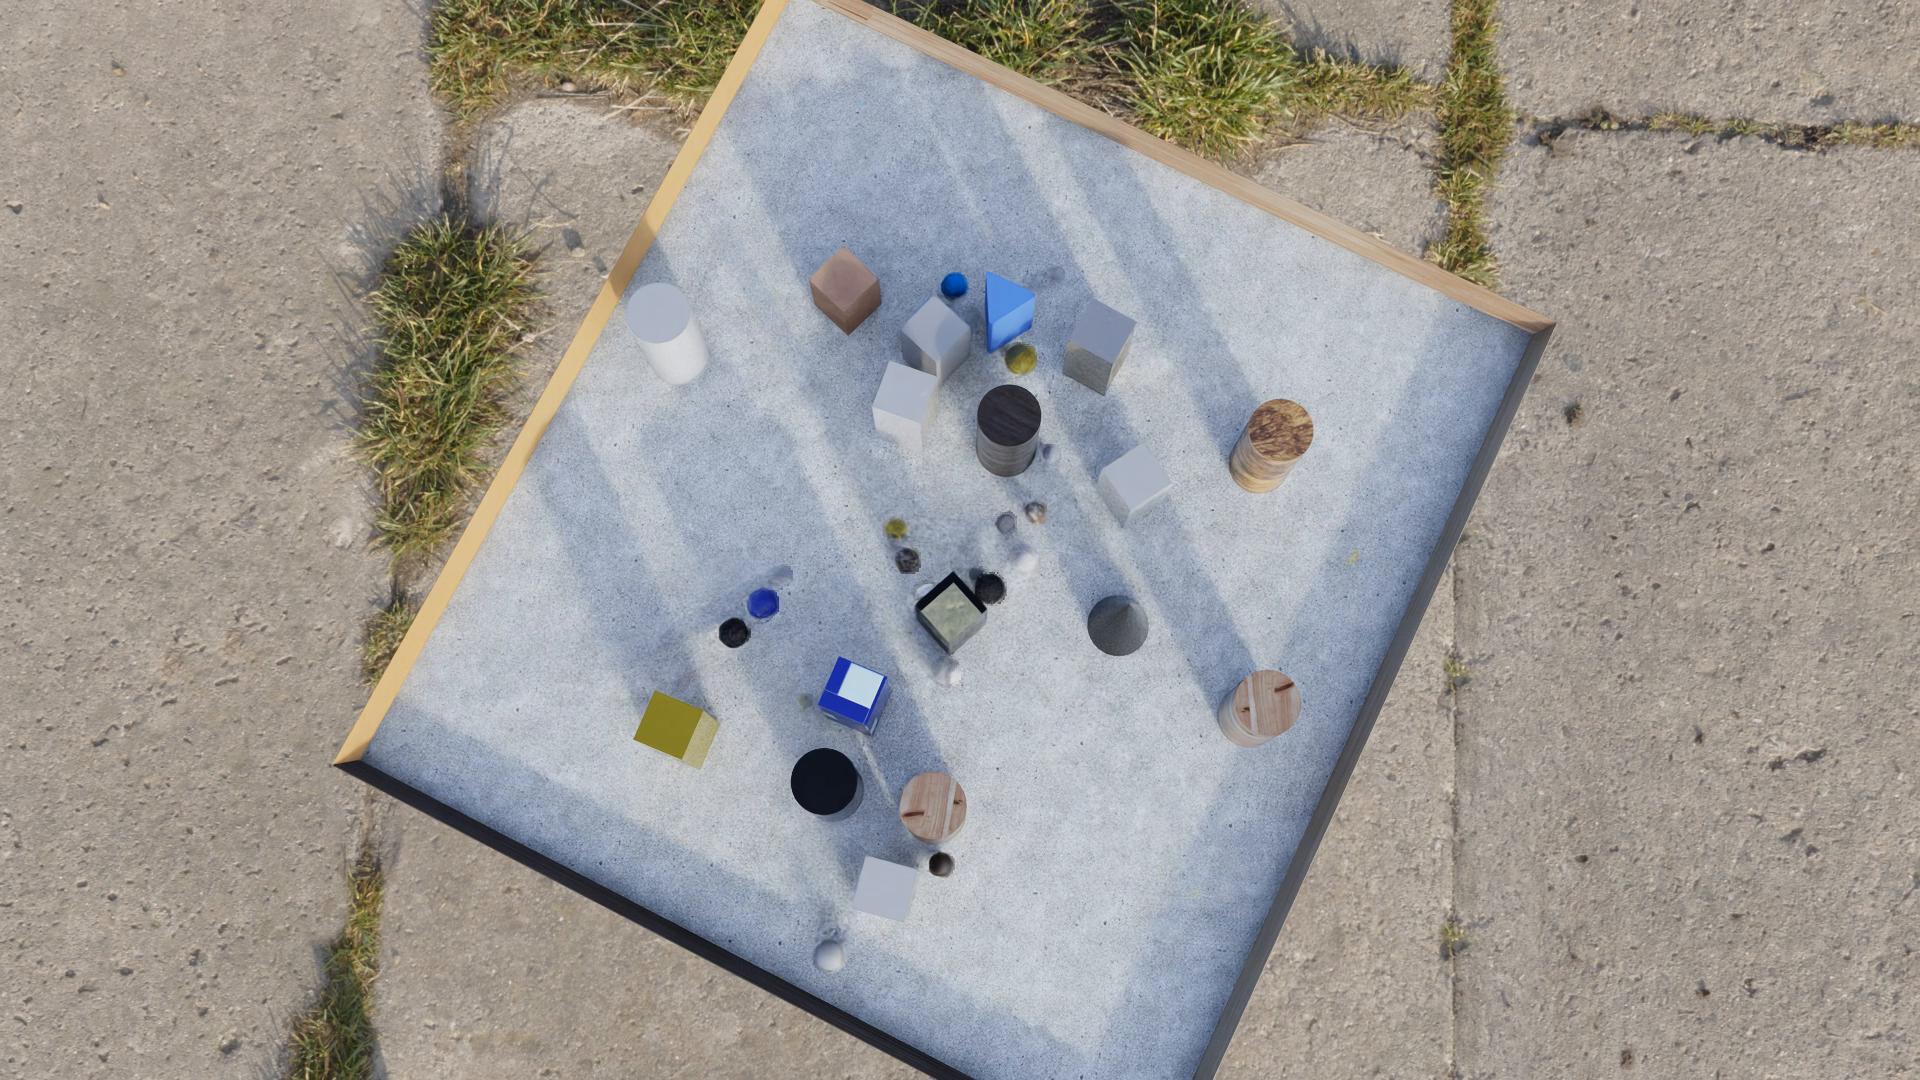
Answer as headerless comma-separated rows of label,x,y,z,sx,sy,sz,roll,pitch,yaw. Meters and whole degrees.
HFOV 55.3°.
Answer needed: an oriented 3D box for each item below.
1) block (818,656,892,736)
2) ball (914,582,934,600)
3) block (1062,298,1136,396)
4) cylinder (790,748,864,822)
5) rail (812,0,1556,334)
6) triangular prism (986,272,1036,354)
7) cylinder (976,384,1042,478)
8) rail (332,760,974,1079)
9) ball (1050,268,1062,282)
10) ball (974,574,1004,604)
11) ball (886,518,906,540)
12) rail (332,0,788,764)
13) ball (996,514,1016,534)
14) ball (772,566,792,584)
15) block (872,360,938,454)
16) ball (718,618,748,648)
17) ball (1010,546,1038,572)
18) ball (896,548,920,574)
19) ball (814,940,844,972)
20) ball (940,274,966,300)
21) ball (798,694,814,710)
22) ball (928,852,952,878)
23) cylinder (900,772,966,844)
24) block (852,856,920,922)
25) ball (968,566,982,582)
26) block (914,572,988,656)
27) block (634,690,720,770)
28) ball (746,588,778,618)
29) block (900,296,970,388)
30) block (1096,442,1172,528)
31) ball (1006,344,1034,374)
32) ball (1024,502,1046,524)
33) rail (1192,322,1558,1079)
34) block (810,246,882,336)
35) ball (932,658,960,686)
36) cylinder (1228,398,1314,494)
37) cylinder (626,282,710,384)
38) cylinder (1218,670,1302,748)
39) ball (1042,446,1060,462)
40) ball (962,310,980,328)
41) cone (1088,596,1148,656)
block,-0.303,0.460,5.343,0.149,0.350,0.149,22,79,4
ball,-0.105,0.163,5.549,0.067,0.067,0.067,0,78,0
block,0.421,-0.581,5.563,0.149,0.339,0.149,29,80,6
cylinder,-0.379,0.710,5.285,0.187,0.362,0.187,0,78,0
rail,0.628,-1.224,5.807,2.681,0.121,0.045,26,80,5
triangular prism,0.120,-0.715,5.614,0.162,0.294,0.140,-33,80,-6
cylinder,0.143,-0.323,5.492,0.187,0.374,0.187,0,78,0
rail,-0.628,1.237,5.298,2.681,0.121,0.045,26,80,5
ball,0.302,-0.834,5.768,0.042,0.042,0.042,0,78,0
ball,0.089,0.148,5.538,0.093,0.093,0.093,0,78,0
ball,-0.195,-0.035,5.590,0.065,0.065,0.065,0,78,0
rail,-1.178,-0.570,5.671,0.045,0.121,2.856,26,80,5
ball,0.140,-0.051,5.596,0.060,0.060,0.060,0,78,0
ball,-0.541,0.108,5.565,0.056,0.056,0.056,0,78,0
block,-0.161,-0.396,5.516,0.149,0.357,0.149,19,79,4
ball,-0.681,0.281,5.513,0.089,0.089,0.089,0,78,0
ball,0.195,0.057,5.563,0.082,0.082,0.082,0,78,0
ball,-0.160,0.063,5.565,0.075,0.075,0.075,0,78,0
ball,-0.380,1.207,5.321,0.090,0.090,0.090,0,78,0
ball,-0.020,-0.794,5.740,0.079,0.079,0.079,0,78,0
ball,-0.464,0.487,5.492,0.046,0.046,0.046,0,78,0
ball,-0.058,0.954,5.382,0.072,0.072,0.072,0,78,0
cylinder,-0.074,0.774,5.263,0.187,0.380,0.187,0,78,0
block,-0.207,0.997,5.221,0.149,0.371,0.149,15,79,3
ball,0.047,0.104,5.573,0.044,0.044,0.044,0,78,0
block,-0.026,0.221,5.428,0.149,0.280,0.149,-41,81,-8
block,-0.818,0.555,5.315,0.149,0.365,0.149,22,79,4
ball,-0.597,0.192,5.530,0.092,0.092,0.092,0,78,0
block,-0.074,-0.601,5.594,0.149,0.288,0.149,43,81,8
block,0.521,-0.162,5.520,0.149,0.255,0.149,-33,80,-6
ball,0.186,-0.559,5.685,0.092,0.092,0.092,0,78,0
ball,0.230,-0.082,5.599,0.067,0.067,0.067,0,78,0
rail,1.178,0.583,5.433,0.045,0.121,2.856,26,80,5
block,-0.352,-0.766,5.656,0.149,0.233,0.149,44,82,8
ball,-0.041,0.395,5.493,0.082,0.082,0.082,0,78,0
cylinder,0.923,-0.275,5.466,0.187,0.405,0.187,0,78,0
cylinder,-0.876,-0.617,5.529,0.187,0.420,0.187,0,78,0
cylinder,0.867,0.494,5.330,0.187,0.361,0.187,0,78,0
ball,0.280,-0.266,5.645,0.051,0.051,0.051,0,78,0
ball,0.035,-0.691,5.731,0.055,0.055,0.055,0,78,0
cone,0.480,0.221,5.374,0.187,0.385,0.187,0,78,0
